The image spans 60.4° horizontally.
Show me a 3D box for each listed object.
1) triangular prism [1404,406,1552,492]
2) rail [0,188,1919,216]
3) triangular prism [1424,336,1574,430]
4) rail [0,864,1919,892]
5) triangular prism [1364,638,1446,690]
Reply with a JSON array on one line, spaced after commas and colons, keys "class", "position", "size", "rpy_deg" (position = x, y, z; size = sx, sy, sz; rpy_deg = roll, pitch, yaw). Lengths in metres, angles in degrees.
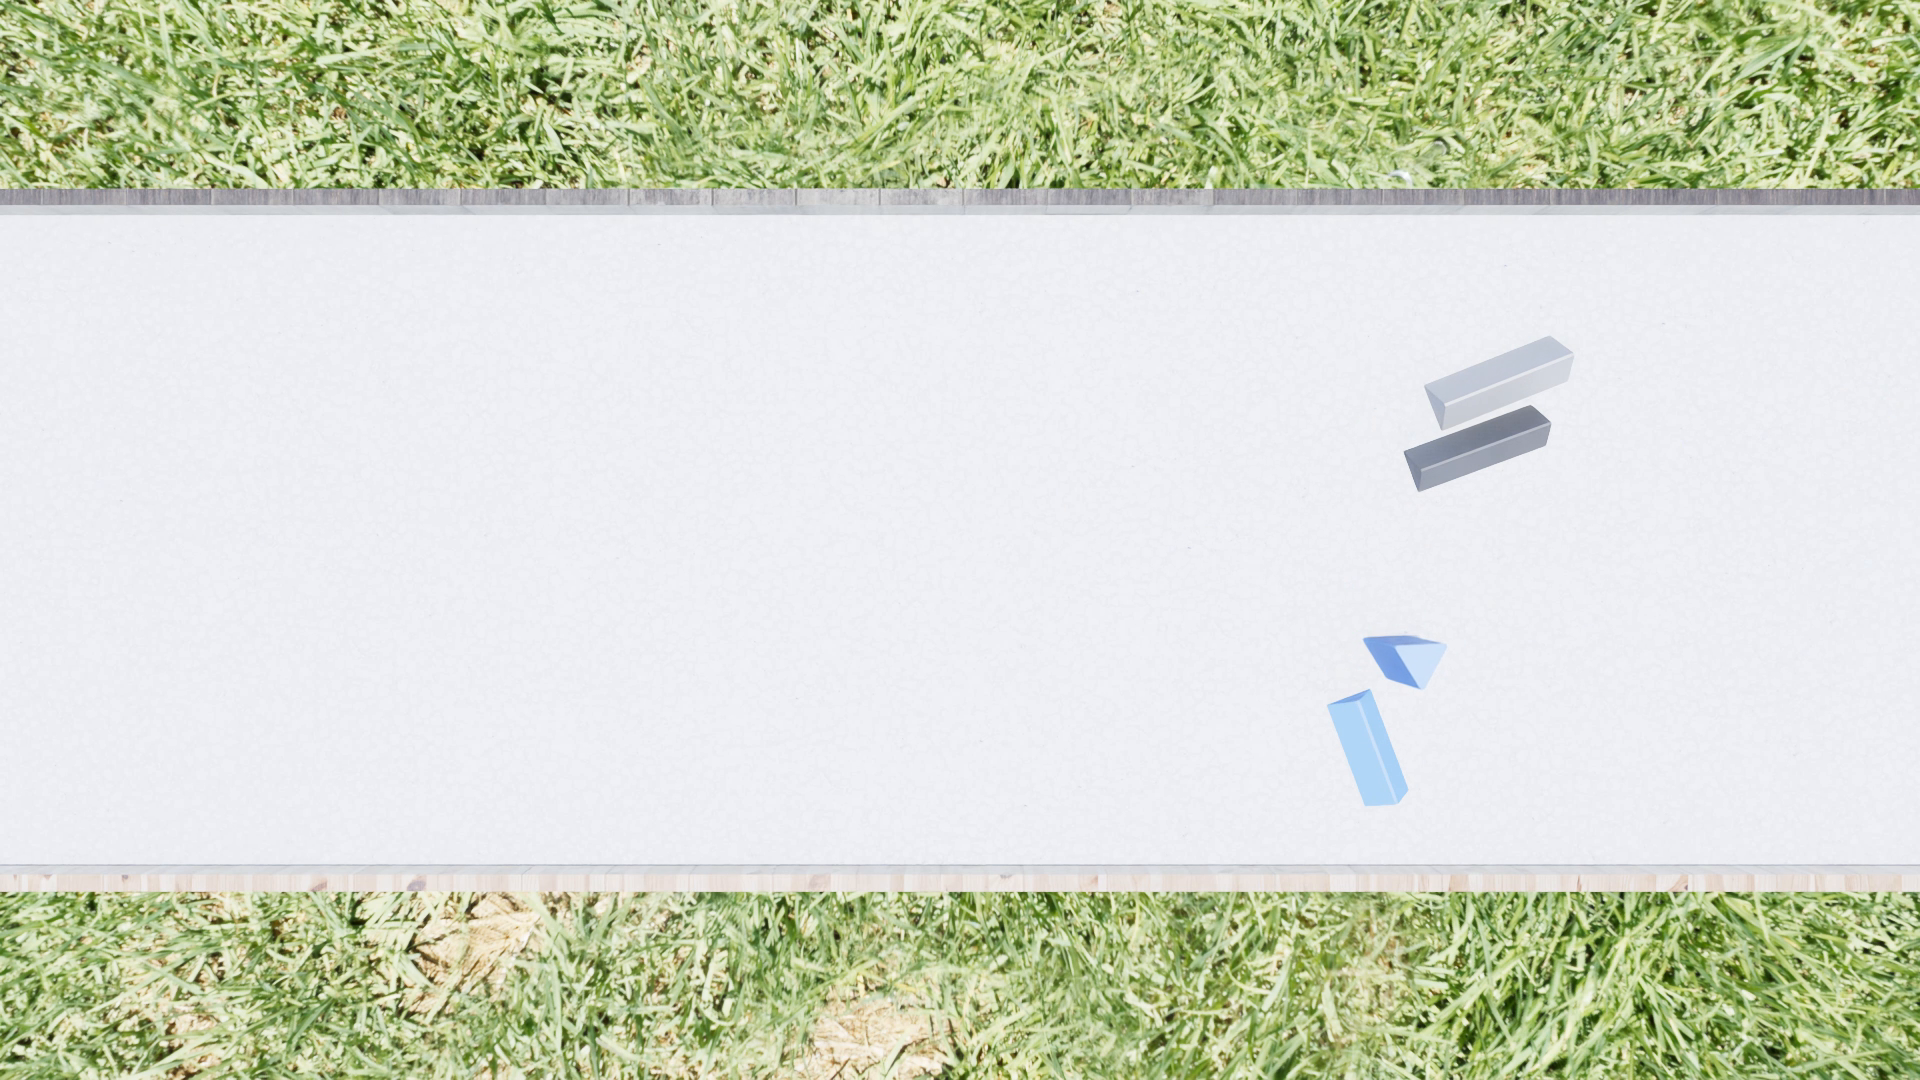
[{"class": "triangular prism", "position": [1.583, -0.281, 5.016], "size": [0.417, 0.115, 0.133], "rpy_deg": [-20, 90, 0]}, {"class": "rail", "position": [-2.247, -1.025, 5.002], "size": [12.000, 0.150, 0.050], "rpy_deg": [0, 90, 0]}, {"class": "triangular prism", "position": [1.647, -0.481, 5.008], "size": [0.416, 0.129, 0.149], "rpy_deg": [-22, 90, 0]}, {"class": "rail", "position": [-2.247, 1.025, 5.001], "size": [12.000, 0.150, 0.050], "rpy_deg": [0, 90, 0]}, {"class": "triangular prism", "position": [1.333, 0.332, 4.887], "size": [0.127, 0.379, 0.147], "rpy_deg": [-32, 90, 0]}]
